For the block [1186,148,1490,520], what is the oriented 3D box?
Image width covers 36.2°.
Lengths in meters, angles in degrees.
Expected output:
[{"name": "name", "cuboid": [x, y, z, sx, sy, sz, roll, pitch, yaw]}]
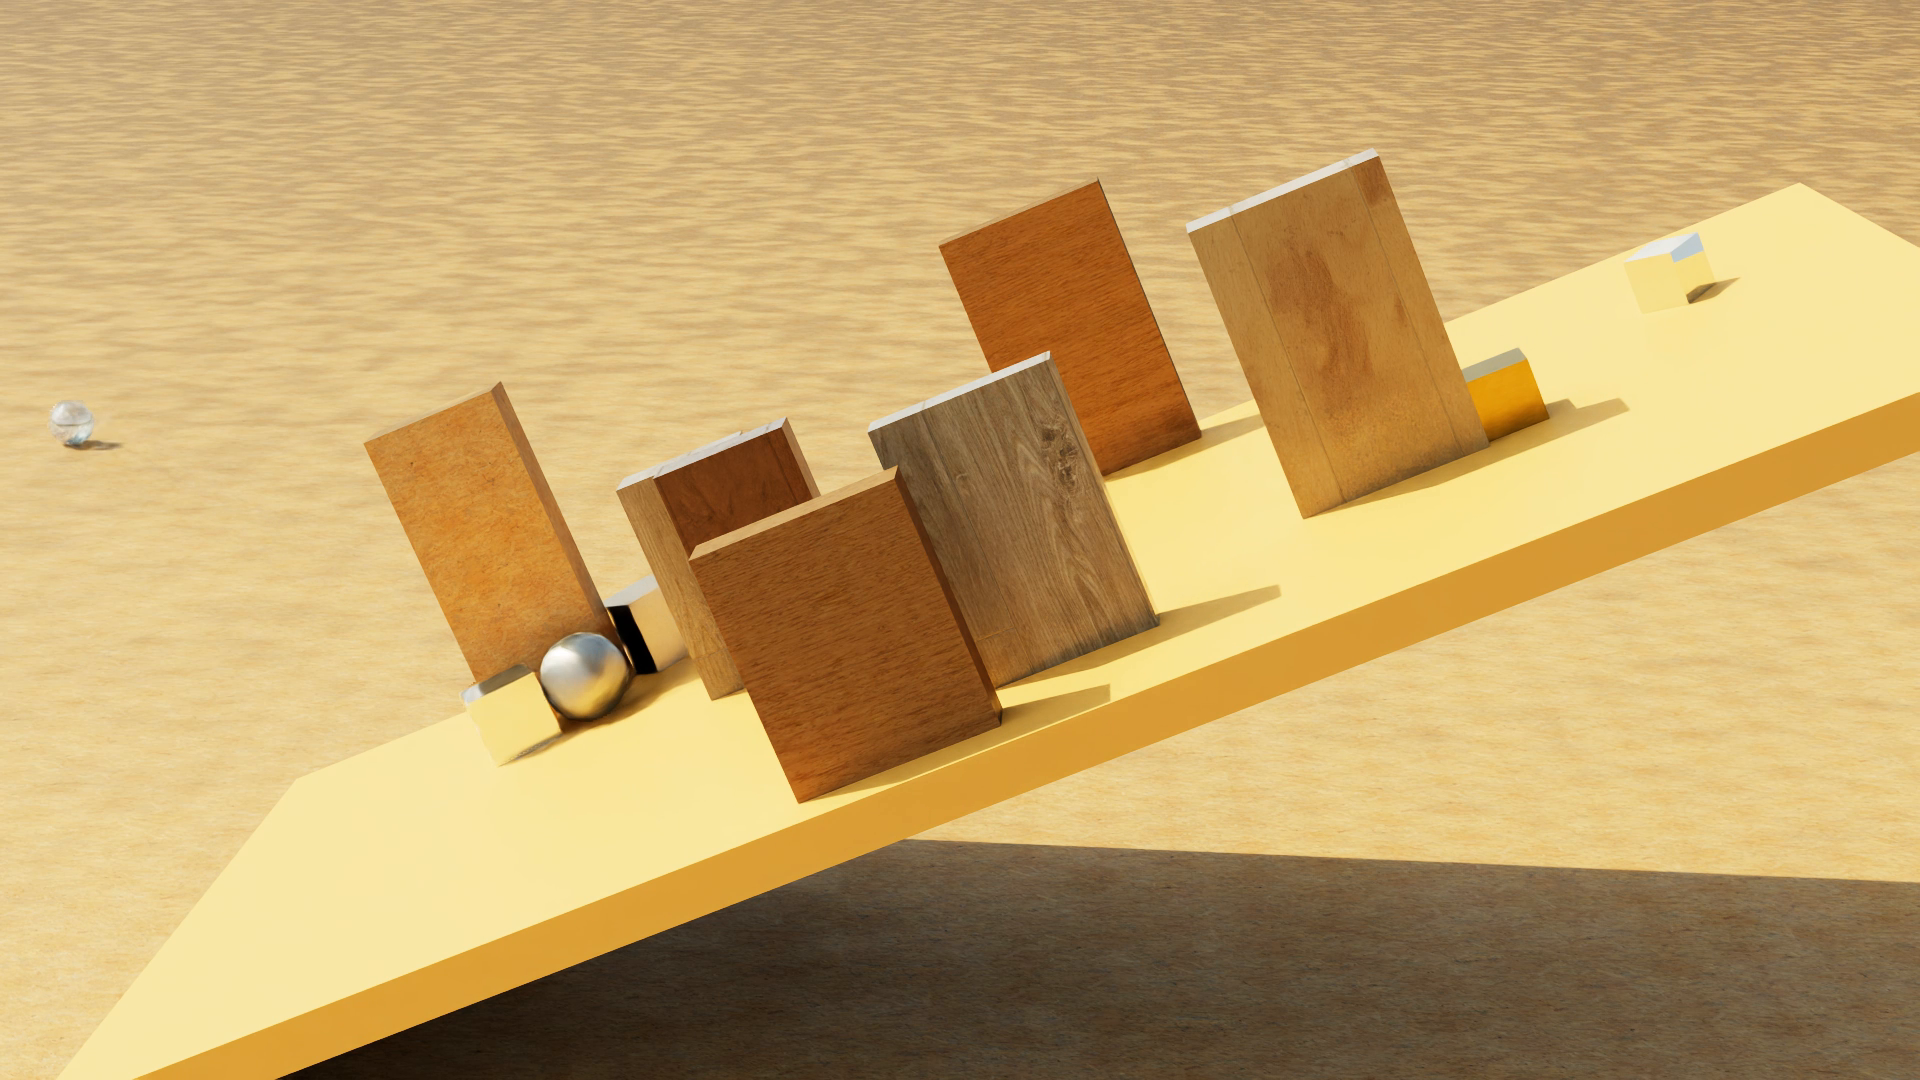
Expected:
[{"name": "block", "cuboid": [0.757, -0.411, 5.894, 0.400, 0.628, 0.126, -22, 12, 8]}]

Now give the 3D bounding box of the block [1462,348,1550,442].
[{"name": "block", "cuboid": [1.099, -0.295, 5.950, 0.131, 0.131, 0.131, -22, 12, 8]}]

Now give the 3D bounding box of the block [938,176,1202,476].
[{"name": "block", "cuboid": [0.264, -0.478, 6.996, 0.403, 0.661, 0.088, -22, 12, 8]}]

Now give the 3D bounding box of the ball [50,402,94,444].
[{"name": "ball", "cuboid": [-3.555, -0.468, 11.773, 0.173, 0.173, 0.173, 0, 14, 0]}]

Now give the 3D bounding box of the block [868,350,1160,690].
[{"name": "block", "cuboid": [0.106, -0.031, 5.631, 0.371, 0.559, 0.089, -22, 12, 8]}]

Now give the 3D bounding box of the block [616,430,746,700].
[{"name": "block", "cuboid": [-0.515, 0.058, 6.487, 0.285, 0.516, 0.124, -22, 12, 8]}]

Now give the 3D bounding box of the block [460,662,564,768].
[{"name": "block", "cuboid": [-1.039, 0.403, 6.805, 0.165, 0.165, 0.165, -26, 13, -12]}]

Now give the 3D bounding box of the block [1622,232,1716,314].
[{"name": "block", "cuboid": [1.538, -0.578, 6.375, 0.122, 0.122, 0.122, -9, 18, 48]}]

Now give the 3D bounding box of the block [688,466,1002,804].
[{"name": "block", "cuboid": [-0.208, 0.177, 5.447, 0.409, 0.505, 0.111, -22, 12, 8]}]

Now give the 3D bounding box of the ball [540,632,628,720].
[{"name": "ball", "cuboid": [-0.866, 0.314, 6.779, 0.203, 0.203, 0.203, 0, 14, 0]}]

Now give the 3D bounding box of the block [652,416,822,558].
[{"name": "block", "cuboid": [-0.398, 0.051, 6.231, 0.294, 0.547, 0.107, -22, 12, 8]}]

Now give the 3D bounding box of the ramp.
[{"name": "ramp", "cuboid": [0.127, 0.172, 6.288, 4.000, 0.100, 2.000, -22, 12, 8]}]

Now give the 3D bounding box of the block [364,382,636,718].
[{"name": "block", "cuboid": [-1.080, 0.050, 6.938, 0.327, 0.776, 0.125, -22, 12, 8]}]

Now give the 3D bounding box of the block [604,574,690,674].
[{"name": "block", "cuboid": [-0.738, 0.201, 7.079, 0.181, 0.181, 0.181, -32, 15, -34]}]
